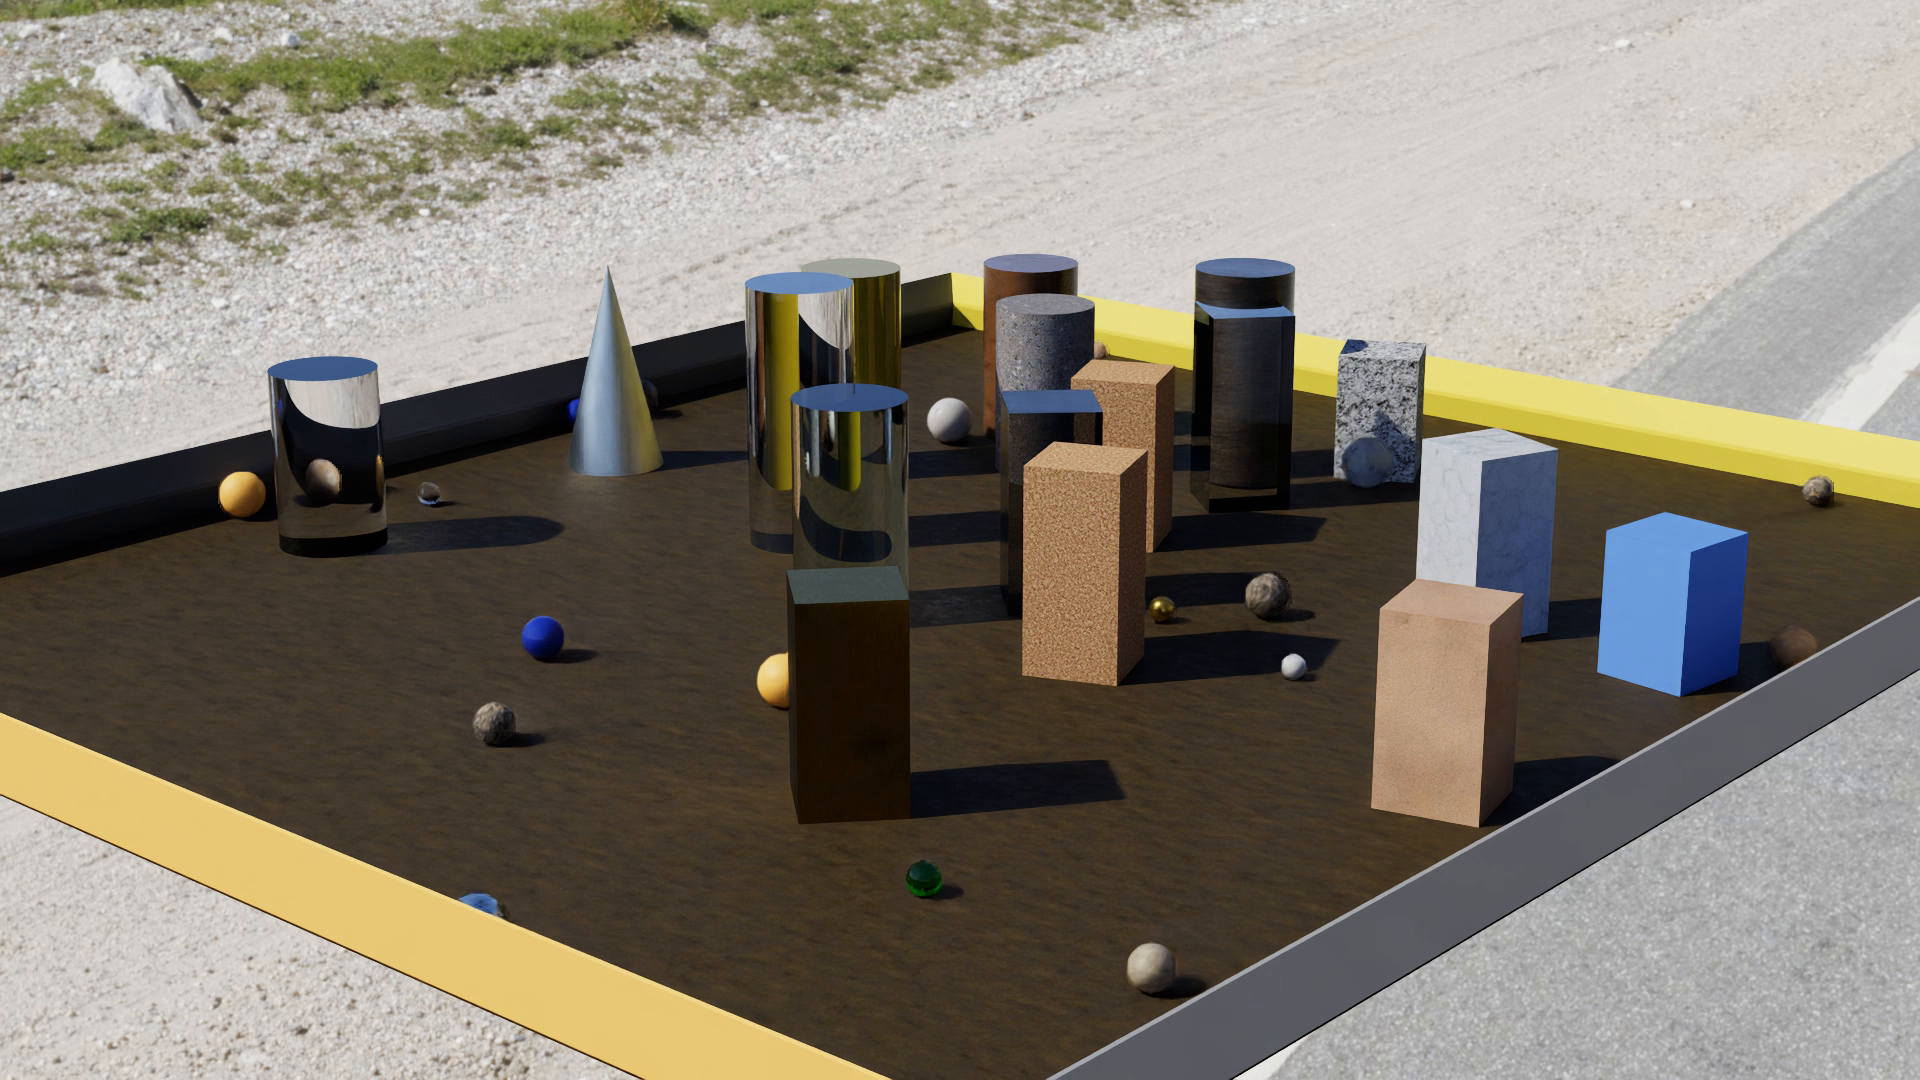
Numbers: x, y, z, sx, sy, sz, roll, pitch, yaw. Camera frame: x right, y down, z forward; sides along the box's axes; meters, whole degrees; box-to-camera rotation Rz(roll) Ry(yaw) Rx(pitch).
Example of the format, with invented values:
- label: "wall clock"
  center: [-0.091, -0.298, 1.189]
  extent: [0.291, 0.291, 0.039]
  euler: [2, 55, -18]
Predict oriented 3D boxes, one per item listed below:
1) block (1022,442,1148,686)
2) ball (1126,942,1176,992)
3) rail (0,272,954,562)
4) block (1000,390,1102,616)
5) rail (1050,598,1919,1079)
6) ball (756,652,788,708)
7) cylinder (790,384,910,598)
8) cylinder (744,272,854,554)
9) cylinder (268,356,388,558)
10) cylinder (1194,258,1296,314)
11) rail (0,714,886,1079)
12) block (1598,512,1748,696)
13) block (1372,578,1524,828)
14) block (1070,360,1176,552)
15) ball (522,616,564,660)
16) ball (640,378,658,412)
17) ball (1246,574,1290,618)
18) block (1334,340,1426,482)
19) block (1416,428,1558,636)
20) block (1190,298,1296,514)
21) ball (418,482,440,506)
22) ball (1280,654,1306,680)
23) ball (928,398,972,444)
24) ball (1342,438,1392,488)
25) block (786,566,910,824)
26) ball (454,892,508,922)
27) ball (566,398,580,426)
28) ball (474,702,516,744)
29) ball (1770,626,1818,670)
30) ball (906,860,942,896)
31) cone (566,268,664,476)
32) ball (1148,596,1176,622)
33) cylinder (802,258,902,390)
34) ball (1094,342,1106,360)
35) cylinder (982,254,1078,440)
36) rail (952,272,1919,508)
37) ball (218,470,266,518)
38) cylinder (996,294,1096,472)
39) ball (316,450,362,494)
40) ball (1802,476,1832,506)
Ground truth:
- label: "block"
  center: [0.202, 0.036, 4.726]
  extent: [0.159, 0.350, 0.159]
  euler: [6, 18, 18]
- label: "ball"
  center: [0.235, 0.526, 3.603]
  extent: [0.061, 0.061, 0.061]
  euler: [0, 17, 0]
- label: "rail"
  center: [-1.068, -0.235, 6.008]
  extent: [0.045, 0.129, 3.250]
  euler: [14, 22, 39]
- label: "block"
  center: [0.156, -0.066, 5.053]
  extent: [0.159, 0.357, 0.159]
  euler: [-1, 17, -4]
- label: "rail"
  center: [1.068, 0.300, 4.232]
  extent: [0.045, 0.129, 3.250]
  euler: [14, 22, 39]
- label: "ball"
  center: [-0.274, 0.219, 4.580]
  extent: [0.085, 0.085, 0.085]
  euler: [0, 17, 0]
- label: "cylinder"
  center: [-0.186, -0.057, 4.979]
  extent: [0.198, 0.382, 0.198]
  euler: [0, 17, 0]
- label: "cylinder"
  center: [-0.292, -0.234, 5.390]
  extent: [0.198, 0.485, 0.198]
  euler: [0, 17, 0]
- label: "cylinder"
  center: [-1.161, -0.154, 5.391]
  extent: [0.198, 0.331, 0.198]
  euler: [0, 17, 0]
- label: "cylinder"
  center: [0.566, -0.343, 5.877]
  extent: [0.198, 0.413, 0.198]
  euler: [0, 17, 0]
- label: "rail"
  center: [-1.050, 0.381, 3.962]
  extent: [2.877, 0.129, 0.045]
  euler: [14, 22, 39]
- label: "block"
  center: [1.143, 0.101, 4.704]
  extent: [0.159, 0.239, 0.159]
  euler: [-15, 22, -40]
- label: "block"
  center: [0.694, 0.229, 4.173]
  extent: [0.159, 0.299, 0.159]
  euler: [8, 19, 26]
- label: "block"
  center: [0.300, -0.157, 5.425]
  extent: [0.159, 0.317, 0.159]
  euler: [5, 17, 16]
- label: "ball"
  center: [-0.683, 0.160, 4.802]
  extent: [0.071, 0.071, 0.071]
  euler: [0, 17, 0]
- label: "ball"
  center: [-0.692, -0.308, 6.336]
  extent: [0.081, 0.081, 0.081]
  euler: [0, 17, 0]
- label: "ball"
  center: [0.525, 0.095, 5.007]
  extent: [0.075, 0.075, 0.075]
  euler: [0, 17, 0]
- label: "block"
  center: [0.844, -0.261, 5.887]
  extent: [0.159, 0.249, 0.159]
  euler: [4, 17, 13]
- label: "block"
  center: [0.882, -0.007, 4.922]
  extent: [0.159, 0.319, 0.159]
  euler: [-9, 19, -27]
- label: "block"
  center: [0.543, -0.260, 5.655]
  extent: [0.159, 0.381, 0.159]
  euler: [-3, 17, -9]
- label: "ball"
  center: [-1.027, -0.089, 5.675]
  extent: [0.043, 0.043, 0.043]
  euler: [0, 17, 0]
- label: "ball"
  center: [0.535, 0.204, 4.707]
  extent: [0.041, 0.041, 0.041]
  euler: [0, 17, 0]
- label: "ball"
  center: [-0.021, -0.249, 6.118]
  extent: [0.094, 0.094, 0.094]
  euler: [0, 17, 0]
- label: "ball"
  center: [0.803, -0.153, 5.791]
  extent: [0.099, 0.099, 0.099]
  euler: [0, 17, 0]
- label: "block"
  center: [-0.159, 0.219, 4.163]
  extent: [0.159, 0.326, 0.159]
  euler: [-2, 17, -7]
- label: "ball"
  center: [-0.611, 0.485, 3.707]
  extent: [0.079, 0.079, 0.079]
  euler: [0, 17, 0]
- label: "ball"
  center: [-0.811, -0.271, 6.246]
  extent: [0.061, 0.061, 0.061]
  euler: [0, 17, 0]
- label: "ball"
  center: [-0.702, 0.276, 4.428]
  extent: [0.063, 0.063, 0.063]
  euler: [0, 17, 0]
- label: "ball"
  center: [1.347, 0.177, 4.737]
  extent: [0.075, 0.075, 0.075]
  euler: [0, 17, 0]
- label: "ball"
  center: [-0.048, 0.448, 3.883]
  extent: [0.048, 0.048, 0.048]
  euler: [0, 17, 0]
- label: "cone"
  center: [-0.703, -0.353, 5.913]
  extent: [0.198, 0.412, 0.198]
  euler: [0, 17, 0]
- label: "ball"
  center: [0.343, 0.118, 4.984]
  extent: [0.046, 0.046, 0.046]
  euler: [0, 17, 0]
- label: "cylinder"
  center: [-0.216, -0.341, 5.870]
  extent: [0.198, 0.413, 0.198]
  euler: [0, 17, 0]
- label: "ball"
  center: [0.321, -0.440, 6.840]
  extent: [0.043, 0.043, 0.043]
  euler: [0, 17, 0]
- label: "cylinder"
  center: [0.148, -0.403, 6.159]
  extent: [0.198, 0.364, 0.198]
  euler: [0, 17, 0]
- label: "rail"
  center: [1.050, -0.317, 6.277]
  extent: [2.877, 0.129, 0.045]
  euler: [14, 22, 39]
- label: "ball"
  center: [-1.368, -0.088, 5.592]
  extent: [0.088, 0.088, 0.088]
  euler: [0, 17, 0]
- label: "cylinder"
  center: [0.171, -0.310, 5.901]
  extent: [0.198, 0.336, 0.198]
  euler: [0, 17, 0]
- label: "ball"
  center: [-1.217, -0.135, 5.751]
  extent: [0.087, 0.087, 0.087]
  euler: [0, 17, 0]
- label: "ball"
  center: [1.659, -0.095, 5.671]
  extent: [0.056, 0.056, 0.056]
  euler: [0, 17, 0]
